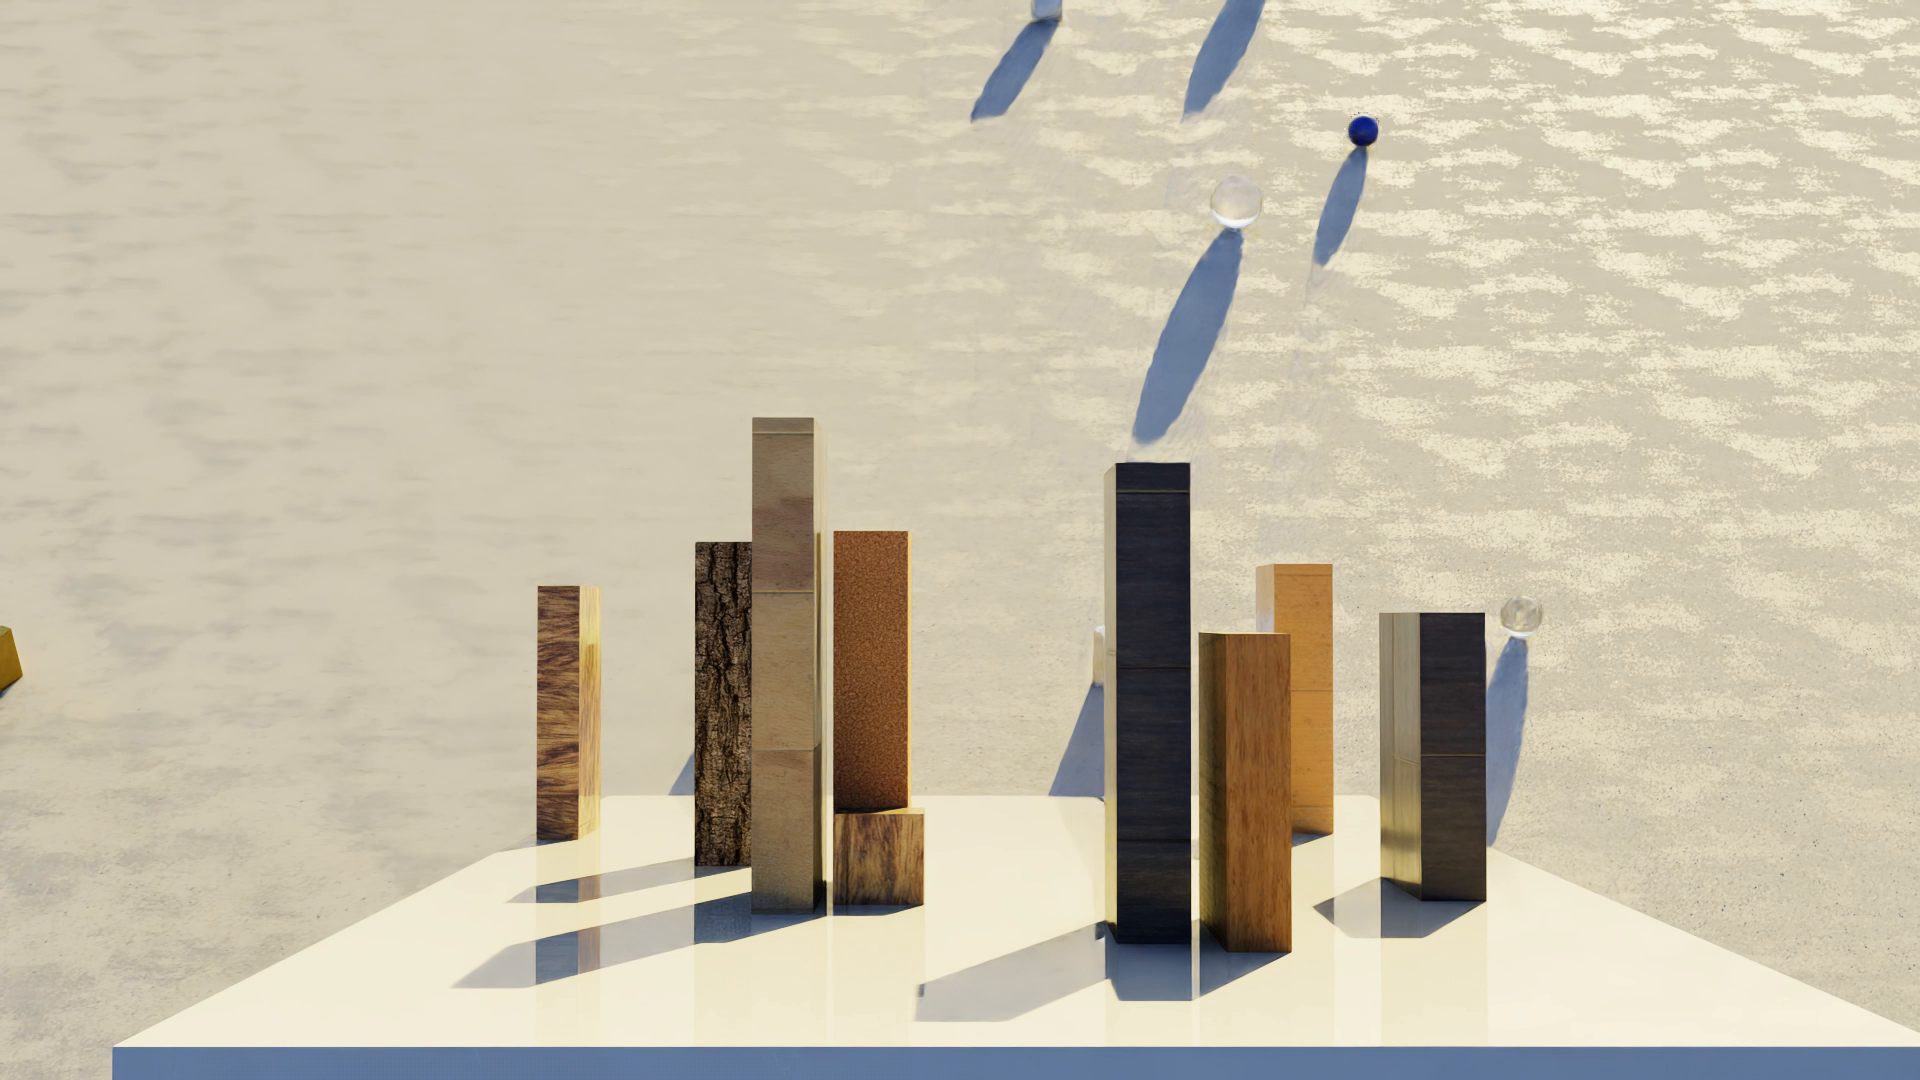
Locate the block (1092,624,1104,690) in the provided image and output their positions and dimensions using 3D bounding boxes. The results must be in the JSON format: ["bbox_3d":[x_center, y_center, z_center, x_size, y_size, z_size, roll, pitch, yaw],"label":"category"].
[{"bbox_3d":[0.506,0.332,7.293,0.186,0.186,0.186,-26,42,-32],"label":"block"}]

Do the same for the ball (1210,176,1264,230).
[{"bbox_3d":[1.018,-1.241,9.550,0.194,0.194,0.194,0,35,0],"label":"ball"}]

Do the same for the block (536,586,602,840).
[{"bbox_3d":[-0.848,0.369,5.642,0.089,0.535,0.331,0,-2,0],"label":"block"}]

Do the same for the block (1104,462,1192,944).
[{"bbox_3d":[0.278,0.238,3.876,0.107,0.689,0.301,0,-2,0],"label":"block"}]

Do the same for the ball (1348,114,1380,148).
[{"bbox_3d":[1.572,-1.594,10.120,0.124,0.124,0.124,0,35,0],"label":"ball"}]

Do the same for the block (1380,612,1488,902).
[{"bbox_3d":[0.813,0.363,4.489,0.108,0.475,0.417,0,-2,0],"label":"block"}]

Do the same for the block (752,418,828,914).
[{"bbox_3d":[-0.280,0.204,4.309,0.097,0.784,0.425,0,-2,0],"label":"block"}]

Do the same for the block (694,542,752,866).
[{"bbox_3d":[-0.440,0.312,5.024,0.121,0.611,0.257,0,-2,0],"label":"block"}]

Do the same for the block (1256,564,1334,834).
[{"bbox_3d":[0.745,0.349,5.796,0.127,0.584,0.345,0,-2,0],"label":"block"}]

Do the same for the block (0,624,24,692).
[{"bbox_3d":[-2.774,0.338,7.301,0.167,0.167,0.167,16,38,22],"label":"block"}]

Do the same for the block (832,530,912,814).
[{"bbox_3d":[-0.151,0.295,4.515,0.126,0.614,0.282,0,-2,0],"label":"block"}]

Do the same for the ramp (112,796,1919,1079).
[{"bbox_3d":[0.077,0.662,4.825,2.000,0.100,4.000,0,-2,0],"label":"ramp"}]

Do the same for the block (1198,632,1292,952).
[{"bbox_3d":[0.417,0.359,3.837,0.091,0.444,0.418,0,-2,0],"label":"block"}]

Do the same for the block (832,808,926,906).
[{"bbox_3d":[-0.132,0.522,4.293,0.148,0.148,0.148,0,-2,0],"label":"block"}]

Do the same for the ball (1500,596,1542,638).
[{"bbox_3d":[1.622,0.223,7.506,0.122,0.122,0.122,0,35,0],"label":"ball"}]
